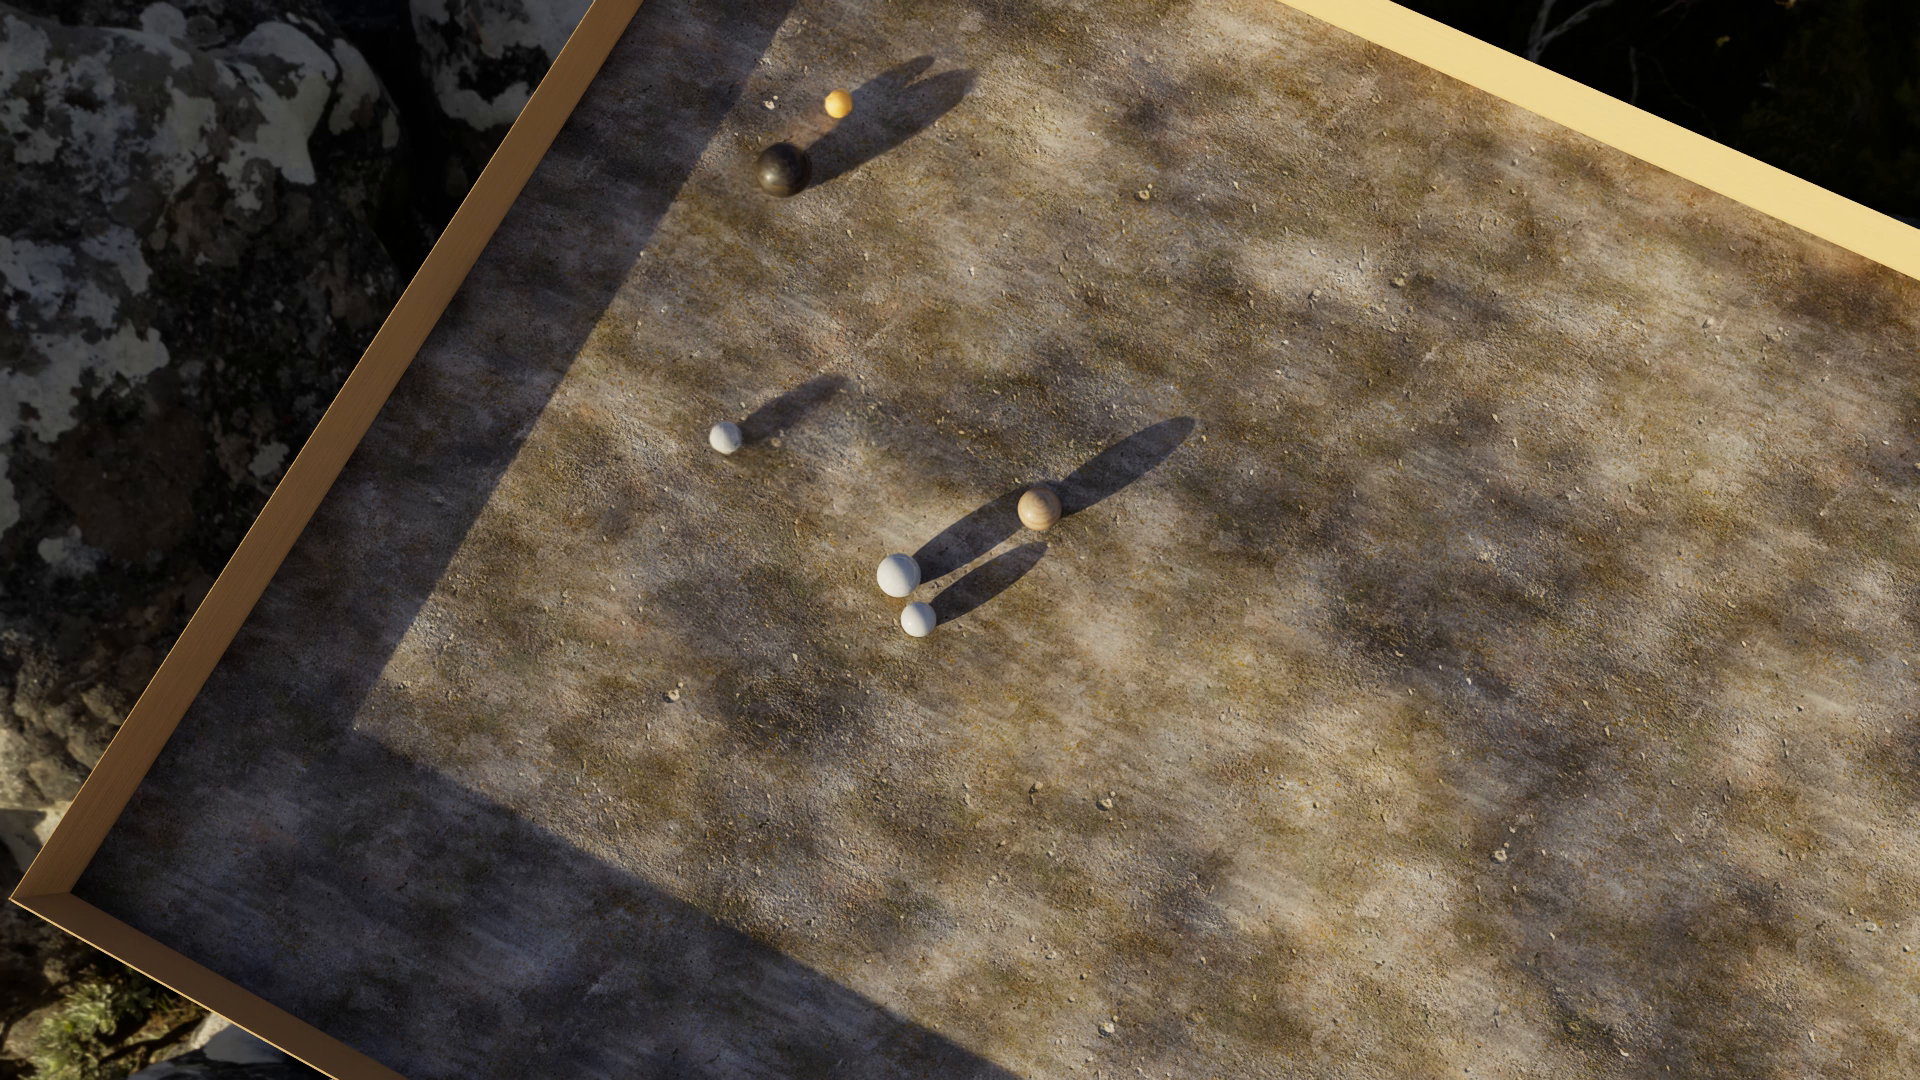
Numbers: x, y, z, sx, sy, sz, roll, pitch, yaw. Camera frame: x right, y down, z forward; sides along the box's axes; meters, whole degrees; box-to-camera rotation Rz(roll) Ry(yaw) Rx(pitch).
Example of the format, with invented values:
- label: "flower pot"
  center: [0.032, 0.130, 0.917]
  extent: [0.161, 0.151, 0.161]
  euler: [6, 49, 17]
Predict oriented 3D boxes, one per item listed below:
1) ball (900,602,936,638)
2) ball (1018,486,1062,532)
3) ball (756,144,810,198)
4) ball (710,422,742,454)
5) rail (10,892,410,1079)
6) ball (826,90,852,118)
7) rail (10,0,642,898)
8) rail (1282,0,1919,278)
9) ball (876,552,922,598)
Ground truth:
- label: "ball"
  center: [-0.064, 0.122, 3.379]
  extent: [0.055, 0.055, 0.055]
  euler: [0, 71, 0]
- label: "ball"
  center: [0.124, -0.048, 3.429]
  extent: [0.069, 0.069, 0.069]
  euler: [0, 71, 0]
- label: "ball"
  center: [-0.291, -0.605, 3.605]
  extent: [0.090, 0.090, 0.090]
  euler: [0, 71, 0]
- label: "ball"
  center: [-0.369, -0.162, 3.477]
  extent: [0.051, 0.051, 0.051]
  euler: [0, 71, 0]
- label: "rail"
  center: [0.340, 1.338, 2.936]
  extent: [3.808, 0.117, 0.045]
  euler: [26, 73, 8]
- label: "ball"
  center: [-0.202, -0.728, 3.670]
  extent: [0.045, 0.045, 0.045]
  euler: [0, 71, 0]
- label: "rail"
  center: [-0.826, -0.411, 3.525]
  extent: [0.045, 0.117, 2.266]
  euler: [26, 73, 8]
- label: "rail"
  center: [1.353, -0.533, 3.566]
  extent: [3.808, 0.117, 0.045]
  euler: [26, 73, 8]
- label: "ball"
  center: [-0.094, 0.054, 3.395]
  extent: [0.069, 0.069, 0.069]
  euler: [0, 71, 0]
